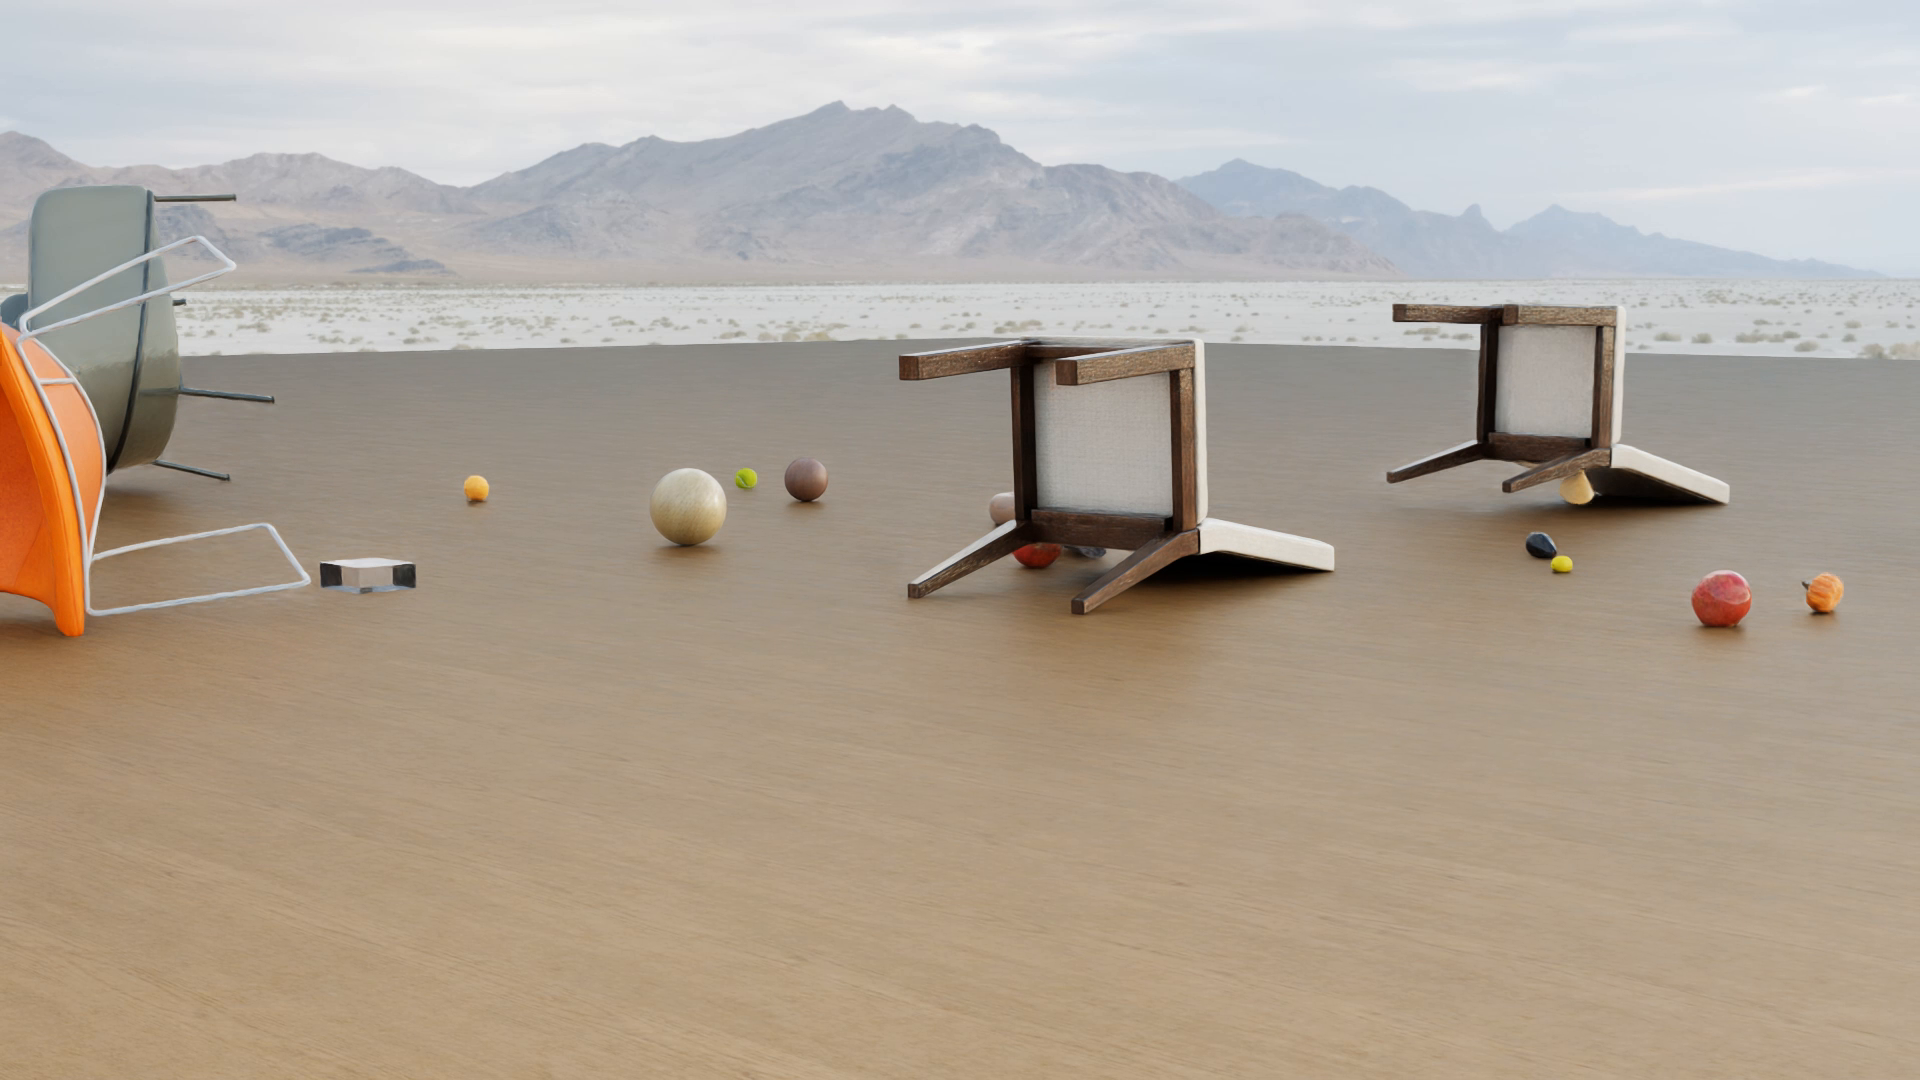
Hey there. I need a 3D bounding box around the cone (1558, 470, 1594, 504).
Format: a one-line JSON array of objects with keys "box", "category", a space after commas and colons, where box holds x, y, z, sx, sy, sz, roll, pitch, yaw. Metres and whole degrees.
[{"box": [1.690, -0.162, 7.000, 0.094, 0.080, 0.110, 20, 42, 18], "category": "cone"}]

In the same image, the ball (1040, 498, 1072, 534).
[{"box": [0.250, -0.058, 6.495, 0.097, 0.097, 0.097, 0, 6, 0], "category": "ball"}]

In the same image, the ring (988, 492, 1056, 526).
[{"box": [0.173, -0.082, 6.817, 0.199, 0.082, 0.140, 1, 8, 18], "category": "ring"}]

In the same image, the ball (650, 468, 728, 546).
[{"box": [-0.665, -0.081, 6.278, 0.189, 0.189, 0.189, 0, 6, 0], "category": "ball"}]

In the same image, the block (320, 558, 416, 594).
[{"box": [-1.252, 0.075, 5.427, 0.135, 0.053, 0.157, -6, 8, -44], "category": "block"}]

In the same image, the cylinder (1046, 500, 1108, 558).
[{"box": [0.277, -0.025, 6.069, 0.081, 0.132, 0.191, -32, 12, -8], "category": "cylinder"}]
